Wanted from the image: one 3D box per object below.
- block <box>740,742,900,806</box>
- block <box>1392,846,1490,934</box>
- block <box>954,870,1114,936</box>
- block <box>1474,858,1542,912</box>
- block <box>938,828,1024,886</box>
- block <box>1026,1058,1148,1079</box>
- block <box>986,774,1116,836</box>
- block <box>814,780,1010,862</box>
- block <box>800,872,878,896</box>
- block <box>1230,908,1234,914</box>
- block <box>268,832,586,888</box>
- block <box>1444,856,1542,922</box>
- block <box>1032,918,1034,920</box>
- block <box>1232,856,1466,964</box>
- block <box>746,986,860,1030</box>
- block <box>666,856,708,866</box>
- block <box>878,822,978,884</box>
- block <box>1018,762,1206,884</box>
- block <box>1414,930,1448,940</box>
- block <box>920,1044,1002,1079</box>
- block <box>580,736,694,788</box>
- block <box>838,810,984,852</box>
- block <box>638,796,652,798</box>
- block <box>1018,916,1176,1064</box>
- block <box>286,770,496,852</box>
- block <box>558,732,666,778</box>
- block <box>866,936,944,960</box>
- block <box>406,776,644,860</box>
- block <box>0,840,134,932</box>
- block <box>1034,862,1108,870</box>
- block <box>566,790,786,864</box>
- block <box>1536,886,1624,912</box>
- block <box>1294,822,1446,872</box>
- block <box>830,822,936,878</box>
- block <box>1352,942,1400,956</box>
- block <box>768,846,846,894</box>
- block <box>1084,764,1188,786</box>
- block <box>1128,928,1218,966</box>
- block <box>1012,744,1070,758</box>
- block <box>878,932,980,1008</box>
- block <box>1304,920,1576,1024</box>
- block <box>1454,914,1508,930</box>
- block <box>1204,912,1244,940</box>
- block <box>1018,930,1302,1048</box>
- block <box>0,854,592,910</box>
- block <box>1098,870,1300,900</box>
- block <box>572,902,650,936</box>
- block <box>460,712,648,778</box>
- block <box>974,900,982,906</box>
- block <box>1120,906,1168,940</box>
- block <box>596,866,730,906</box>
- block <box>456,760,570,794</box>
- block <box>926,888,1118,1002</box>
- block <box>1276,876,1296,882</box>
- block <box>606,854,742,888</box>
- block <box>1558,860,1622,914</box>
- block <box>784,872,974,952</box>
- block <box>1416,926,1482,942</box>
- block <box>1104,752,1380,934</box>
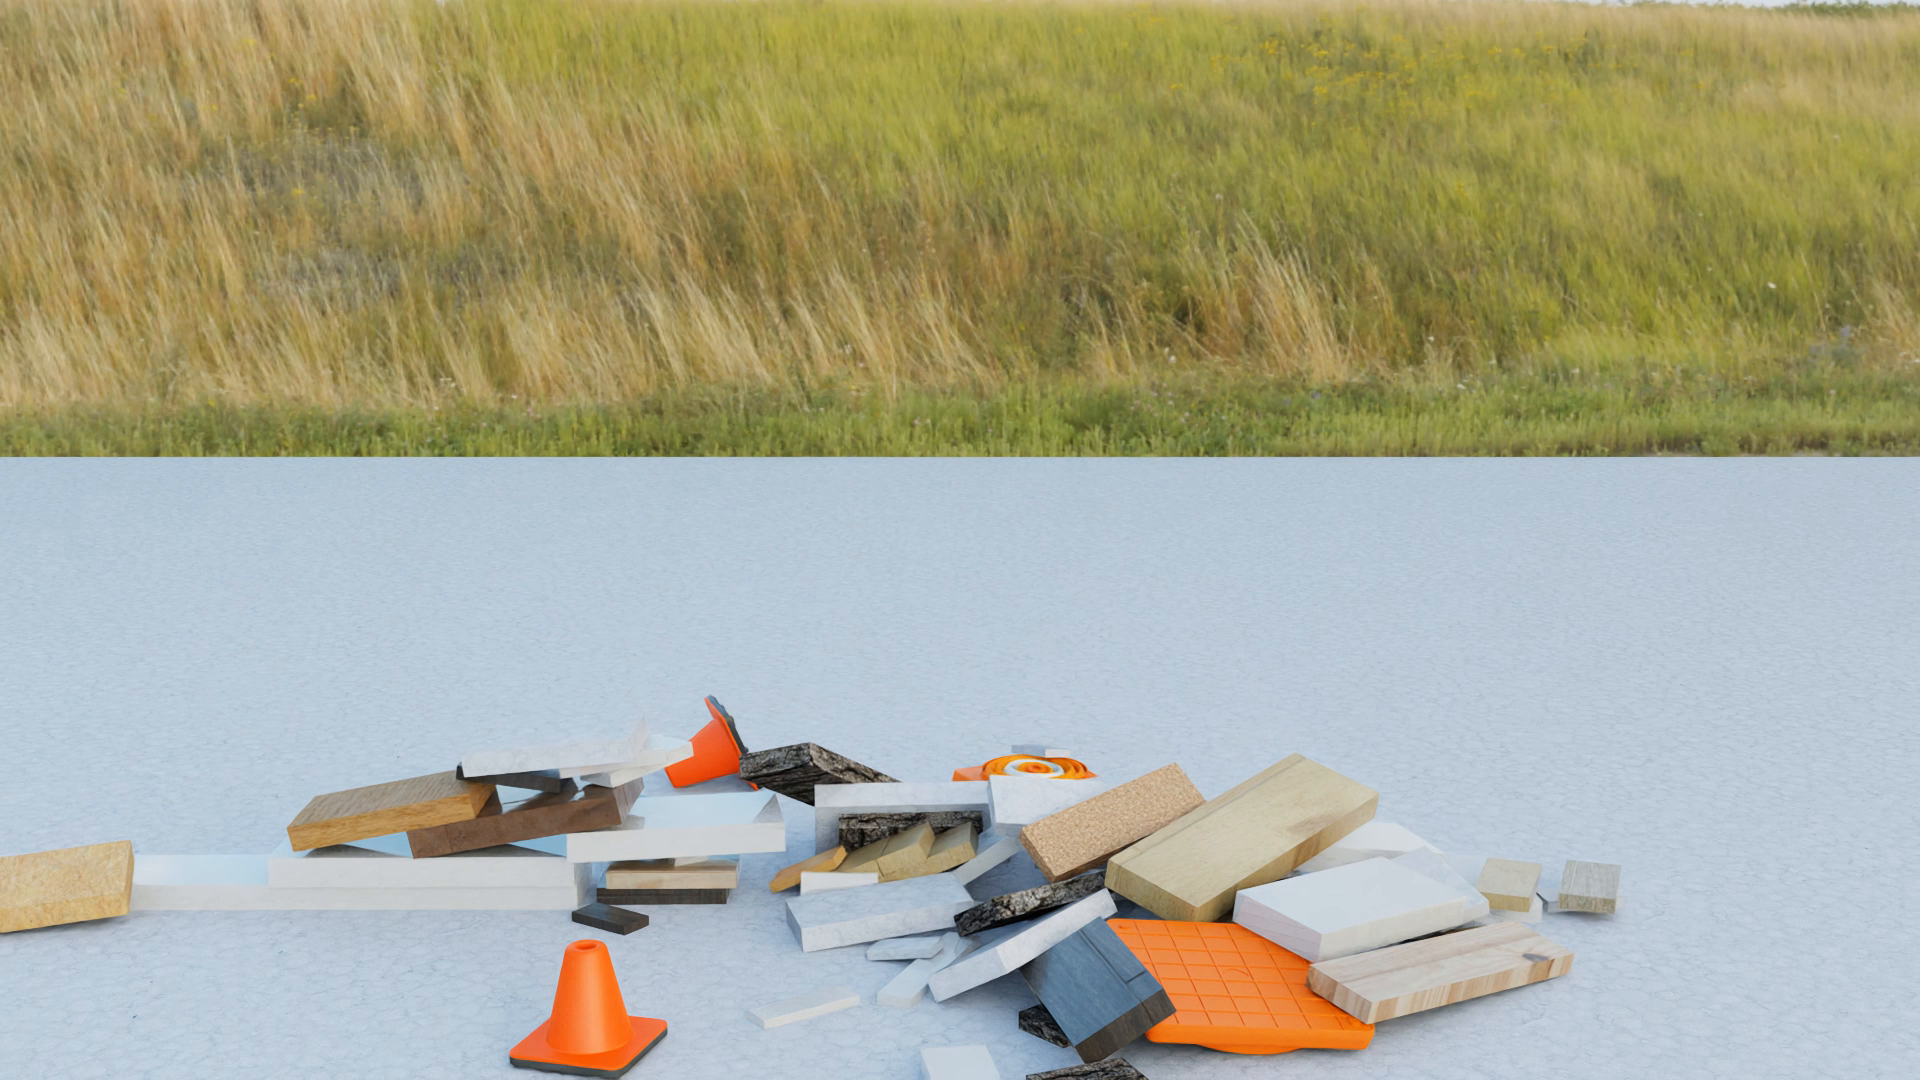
[{"bbox_3d":[-0.207,0.429,3.814,0.138,0.039,0.428,-13,-24,25],"label":"block"},{"bbox_3d":[0.752,0.554,3.497,0.089,0.025,0.177,-19,28,-15],"label":"block"},{"bbox_3d":[0.123,0.569,3.455,0.241,0.034,0.121,-7,-17,-35],"label":"block"},{"bbox_3d":[0.891,0.560,3.578,0.089,0.025,0.177,4,11,20],"label":"block"},{"bbox_3d":[0.035,0.521,3.651,0.214,0.030,0.107,-33,9,7],"label":"block"},{"bbox_3d":[0.207,0.736,2.773,0.141,0.040,0.283,-5,11,-23],"label":"block"},{"bbox_3d":[0.156,0.439,3.598,0.214,0.030,0.107,5,39,-11],"label":"block"},{"bbox_3d":[-0.079,0.487,3.770,0.337,0.169,0.048,-1,46,-4],"label":"block"},{"bbox_3d":[-0.196,0.573,3.583,0.124,0.062,0.018,0,-1,2],"label":"block"},{"bbox_3d":[0.443,0.563,3.498,0.163,0.023,0.081,28,26,38],"label":"block"},{"bbox_3d":[-0.876,0.523,3.655,0.495,0.050,0.175,0,11,-1],"label":"block"},{"bbox_3d":[0.876,0.577,3.649,0.117,0.033,0.234,0,11,-1],"label":"block"},{"bbox_3d":[0.136,0.604,3.556,0.098,0.014,0.049,6,12,27],"label":"block"},{"bbox_3d":[0.593,0.558,3.335,0.338,0.048,0.169,-5,17,-40],"label":"block"},{"bbox_3d":[-0.225,0.674,3.176,0.161,0.014,0.049,-7,13,-35],"label":"block"},{"bbox_3d":[-0.473,0.518,3.683,0.057,0.016,0.114,-6,12,-30],"label":"block"},{"bbox_3d":[-0.074,0.536,3.646,0.214,0.030,0.107,-23,9,7],"label":"block"},{"bbox_3d":[0.251,0.456,3.550,0.308,0.029,0.101,-20,54,-27],"label":"block"},{"bbox_3d":[0.696,0.606,3.460,0.130,0.018,0.065,10,9,-10],"label":"block"},{"bbox_3d":[0.006,0.718,2.907,0.091,0.026,0.182,-2,11,-10],"label":"block"},{"bbox_3d":[-0.534,0.365,3.629,0.085,0.024,0.171,6,18,44],"label":"block"},{"bbox_3d":[-0.085,0.516,3.733,0.241,0.121,0.034,-1,40,-4],"label":"block"},{"bbox_3d":[-0.625,0.502,4.049,0.241,0.034,0.121,5,11,23],"label":"block"},{"bbox_3d":[0.187,0.624,3.057,0.141,0.040,0.283,-32,16,-6],"label":"block"},{"bbox_3d":[-0.932,0.439,3.615,0.304,0.043,0.152,-11,12,4],"label":"block"},{"bbox_3d":[-0.568,0.352,3.592,0.171,0.024,0.086,-8,13,-7],"label":"block"},{"bbox_3d":[-0.084,0.627,3.376,0.107,0.015,0.054,-7,7,23],"label":"block"},{"bbox_3d":[-0.711,0.441,3.618,0.351,0.050,0.175,-10,12,6],"label":"block"},{"bbox_3d":[-1.494,0.563,3.533,0.304,0.043,0.152,-7,27,-13],"label":"block"},{"bbox_3d":[0.275,0.502,3.660,0.307,0.043,0.153,0,11,1],"label":"block"},{"bbox_3d":[-0.474,0.474,3.648,0.351,0.050,0.175,-2,11,-10],"label":"block"},{"bbox_3d":[1.016,0.590,3.620,0.130,0.018,0.065,-2,11,-9],"label":"block"},{"bbox_3d":[0.641,0.513,3.694,0.307,0.043,0.153,7,10,-22],"label":"block"},{"bbox_3d":[-0.150,0.535,3.649,0.212,0.030,0.106,-22,8,12],"label":"block"},{"bbox_3d":[0.612,0.625,3.337,0.078,0.022,0.156,-23,-3,33],"label":"block"},{"bbox_3d":[-0.255,0.551,3.679,0.124,0.018,0.062,-24,7,16],"label":"block"},{"bbox_3d":[0.281,0.428,3.704,0.203,0.029,0.101,-10,20,10],"label":"block"},{"bbox_3d":[0.304,0.622,3.342,0.162,0.023,0.081,-10,-5,-32],"label":"block"},{"bbox_3d":[0.158,0.415,4.327,0.058,0.016,0.116,3,-2,-34],"label":"block"},{"bbox_3d":[-0.045,0.647,3.320,0.054,0.015,0.273,4,11,22],"label":"block"},{"bbox_3d":[0.707,0.626,3.208,0.473,0.033,0.117,-2,19,-40],"label":"block"},{"bbox_3d":[0.797,0.599,3.486,0.163,0.023,0.081,14,6,40],"label":"block"},{"bbox_3d":[0.422,0.602,3.539,0.081,0.023,0.162,4,11,19],"label":"block"},{"bbox_3d":[0.357,0.646,3.295,0.654,0.026,0.091,-9,14,-41],"label":"block"},{"bbox_3d":[-1.171,0.569,3.663,1.091,0.043,0.152,0,11,0],"label":"block"},{"bbox_3d":[0.394,0.547,3.657,0.307,0.043,0.153,-1,11,-7],"label":"block"},{"bbox_3d":[-0.561,0.608,3.530,0.114,0.016,0.057,7,13,34],"label":"block"},{"bbox_3d":[-0.658,0.332,3.582,0.276,0.039,0.138,-6,13,4],"label":"block"},{"bbox_3d":[0.014,0.602,3.555,0.124,0.018,0.062,2,11,11],"label":"block"},{"bbox_3d":[0.295,0.611,3.513,0.054,0.015,0.107,4,11,20],"label":"block"},{"bbox_3d":[-0.491,0.575,3.666,0.212,0.030,0.106,0,11,-1],"label":"block"},{"bbox_3d":[-0.732,0.380,3.618,0.171,0.024,0.086,7,13,2],"label":"block"},{"bbox_3d":[0.096,0.604,3.292,0.141,0.040,0.315,-30,-9,34],"label":"block"},{"bbox_3d":[0.531,0.572,3.554,0.098,0.049,0.014,-15,-4,30],"label":"block"},{"bbox_3d":[-0.474,0.547,3.654,0.212,0.030,0.106,0,11,-1],"label":"block"},{"bbox_3d":[1.035,0.569,3.614,0.089,0.025,0.177,4,11,19],"label":"block"},{"bbox_3d":[-0.129,0.590,3.499,0.276,0.039,0.138,-7,12,-14],"label":"block"},{"bbox_3d":[0.718,0.622,3.352,0.163,0.023,0.081,-8,-9,-38],"label":"block"},{"bbox_3d":[0.460,0.476,3.520,0.169,0.048,0.527,25,30,34],"label":"block"}]
